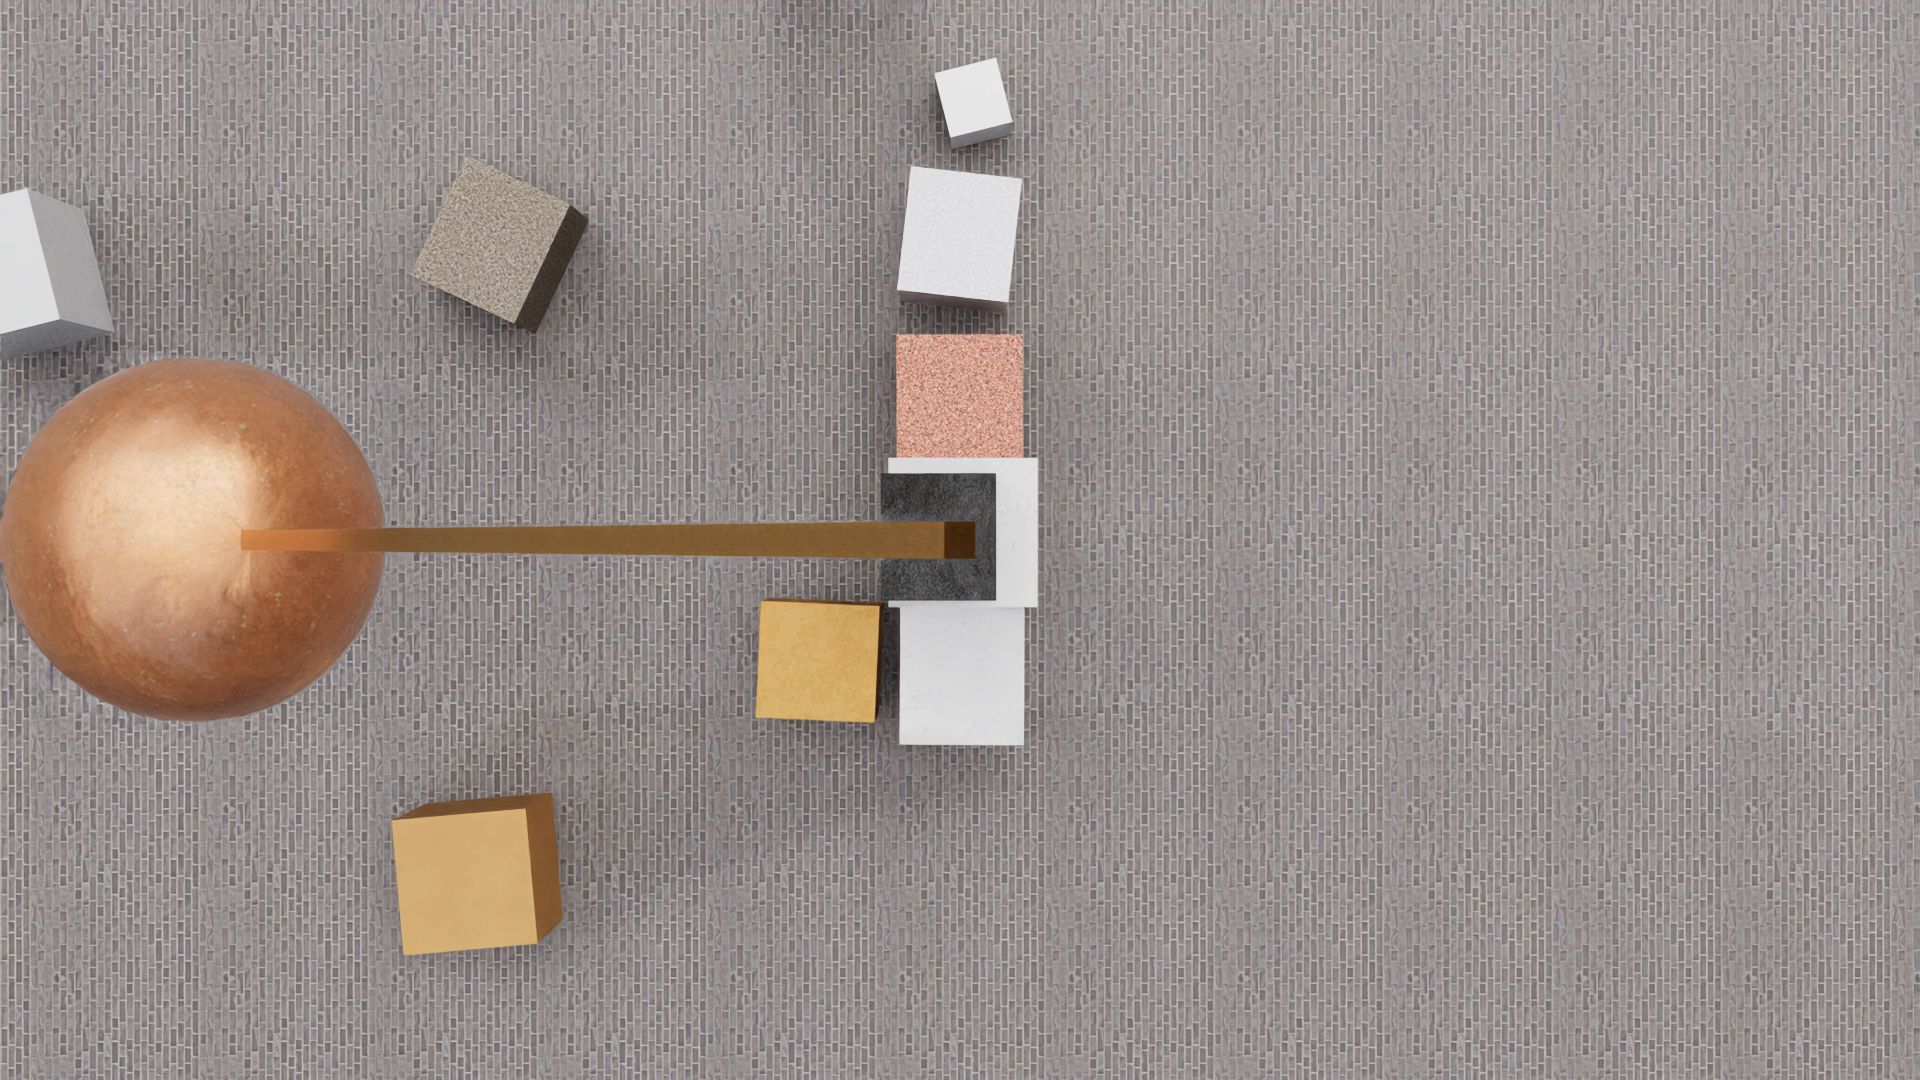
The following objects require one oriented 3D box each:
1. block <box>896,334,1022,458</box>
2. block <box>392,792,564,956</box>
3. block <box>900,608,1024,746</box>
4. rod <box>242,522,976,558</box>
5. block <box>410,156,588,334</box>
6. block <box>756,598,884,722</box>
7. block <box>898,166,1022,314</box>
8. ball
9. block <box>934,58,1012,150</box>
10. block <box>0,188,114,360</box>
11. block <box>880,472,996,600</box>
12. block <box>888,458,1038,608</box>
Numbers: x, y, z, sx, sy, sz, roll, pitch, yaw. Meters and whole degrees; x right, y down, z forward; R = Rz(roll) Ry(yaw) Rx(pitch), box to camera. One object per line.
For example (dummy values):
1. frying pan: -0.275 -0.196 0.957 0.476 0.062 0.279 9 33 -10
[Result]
1. block: -0.002 -0.805 12.669 0.706 0.662 0.696 0 90 0
2. block: -2.751 1.899 12.605 0.746 0.790 0.753 -5 90 0
3. block: 0.012 0.762 12.674 0.698 0.653 0.778 0 90 0
4. rod: -1.448 0.000 6.825 0.080 5.200 0.080 0 90 -34
5. block: -2.643 -1.691 12.687 0.647 0.626 0.742 25 90 0
6. block: -0.797 0.683 12.662 0.666 0.676 0.654 3 90 0
7. block: -0.002 -1.720 12.686 0.627 0.628 0.699 6 90 0
8. ball: -3.342 0.000 9.649 1.600 1.600 1.600 0 90 0
9. block: 0.076 -2.536 12.802 0.364 0.396 0.378 -14 90 0
10. block: -5.413 -1.508 12.604 0.670 0.792 0.748 -14 90 0
11. block: -0.112 -0.016 11.759 0.603 0.541 0.667 0 90 0
12. block: 0.017 -0.041 12.515 0.816 0.971 0.816 0 90 0
